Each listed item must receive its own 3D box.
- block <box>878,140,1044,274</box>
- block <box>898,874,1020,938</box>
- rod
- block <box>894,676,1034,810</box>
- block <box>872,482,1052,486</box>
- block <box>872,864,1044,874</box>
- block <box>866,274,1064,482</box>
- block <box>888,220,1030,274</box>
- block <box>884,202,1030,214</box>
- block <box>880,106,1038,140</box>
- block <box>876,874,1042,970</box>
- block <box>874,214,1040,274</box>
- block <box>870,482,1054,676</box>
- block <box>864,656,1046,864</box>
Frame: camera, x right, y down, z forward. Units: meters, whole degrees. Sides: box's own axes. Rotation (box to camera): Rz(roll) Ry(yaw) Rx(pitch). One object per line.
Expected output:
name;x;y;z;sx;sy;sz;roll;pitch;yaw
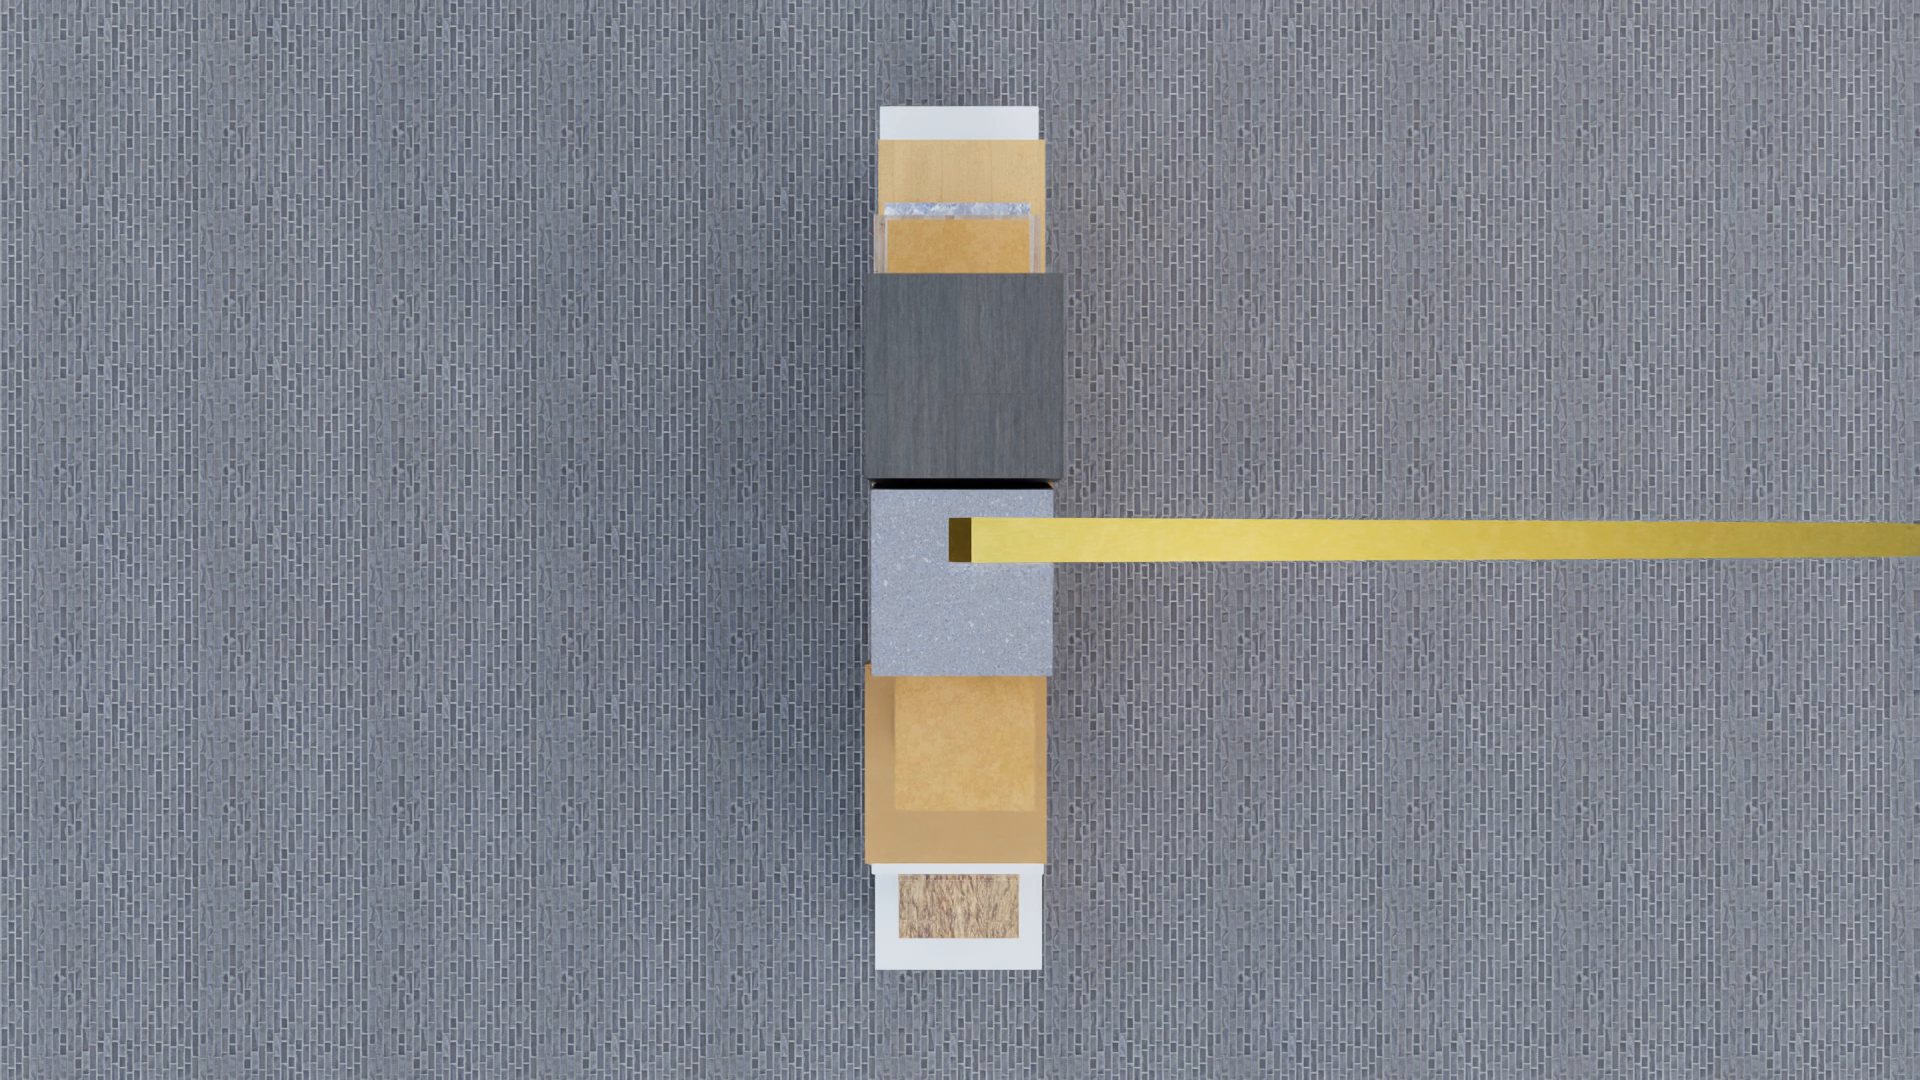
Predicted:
block;0.008;-1.620;11.653;0.851;0.828;0.855;0;90;0
block;-0.006;1.731;11.829;0.629;0.672;0.674;0;93;0
rod;2.234;0.000;5.252;5.200;0.080;0.080;0;90;-31
block;0.018;0.733;8.364;0.516;0.498;0.517;0;91;0
block;0.004;-0.513;8.774;0.693;0.637;0.615;0;90;0
block;-0.011;1.184;10.988;0.830;0.733;0.861;0;90;0
block;0.016;-0.590;8.164;0.708;0.582;0.735;0;90;0
block;-0.007;-1.038;9.404;0.589;0.571;0.579;0;90;0
block;-0.011;-1.221;10.863;0.697;0.754;0.775;0;90;0
block;-0.004;-1.936;12.534;0.869;0.933;0.886;0;90;0
block;-0.008;1.954;12.591;0.923;0.817;0.851;0;90;0
block;-0.012;-1.065;10.088;0.737;0.798;0.737;0;90;0
block;0.007;0.134;8.200;0.654;0.562;0.676;0;94;0
block;-0.017;0.928;9.483;0.752;0.754;0.824;0;90;0
